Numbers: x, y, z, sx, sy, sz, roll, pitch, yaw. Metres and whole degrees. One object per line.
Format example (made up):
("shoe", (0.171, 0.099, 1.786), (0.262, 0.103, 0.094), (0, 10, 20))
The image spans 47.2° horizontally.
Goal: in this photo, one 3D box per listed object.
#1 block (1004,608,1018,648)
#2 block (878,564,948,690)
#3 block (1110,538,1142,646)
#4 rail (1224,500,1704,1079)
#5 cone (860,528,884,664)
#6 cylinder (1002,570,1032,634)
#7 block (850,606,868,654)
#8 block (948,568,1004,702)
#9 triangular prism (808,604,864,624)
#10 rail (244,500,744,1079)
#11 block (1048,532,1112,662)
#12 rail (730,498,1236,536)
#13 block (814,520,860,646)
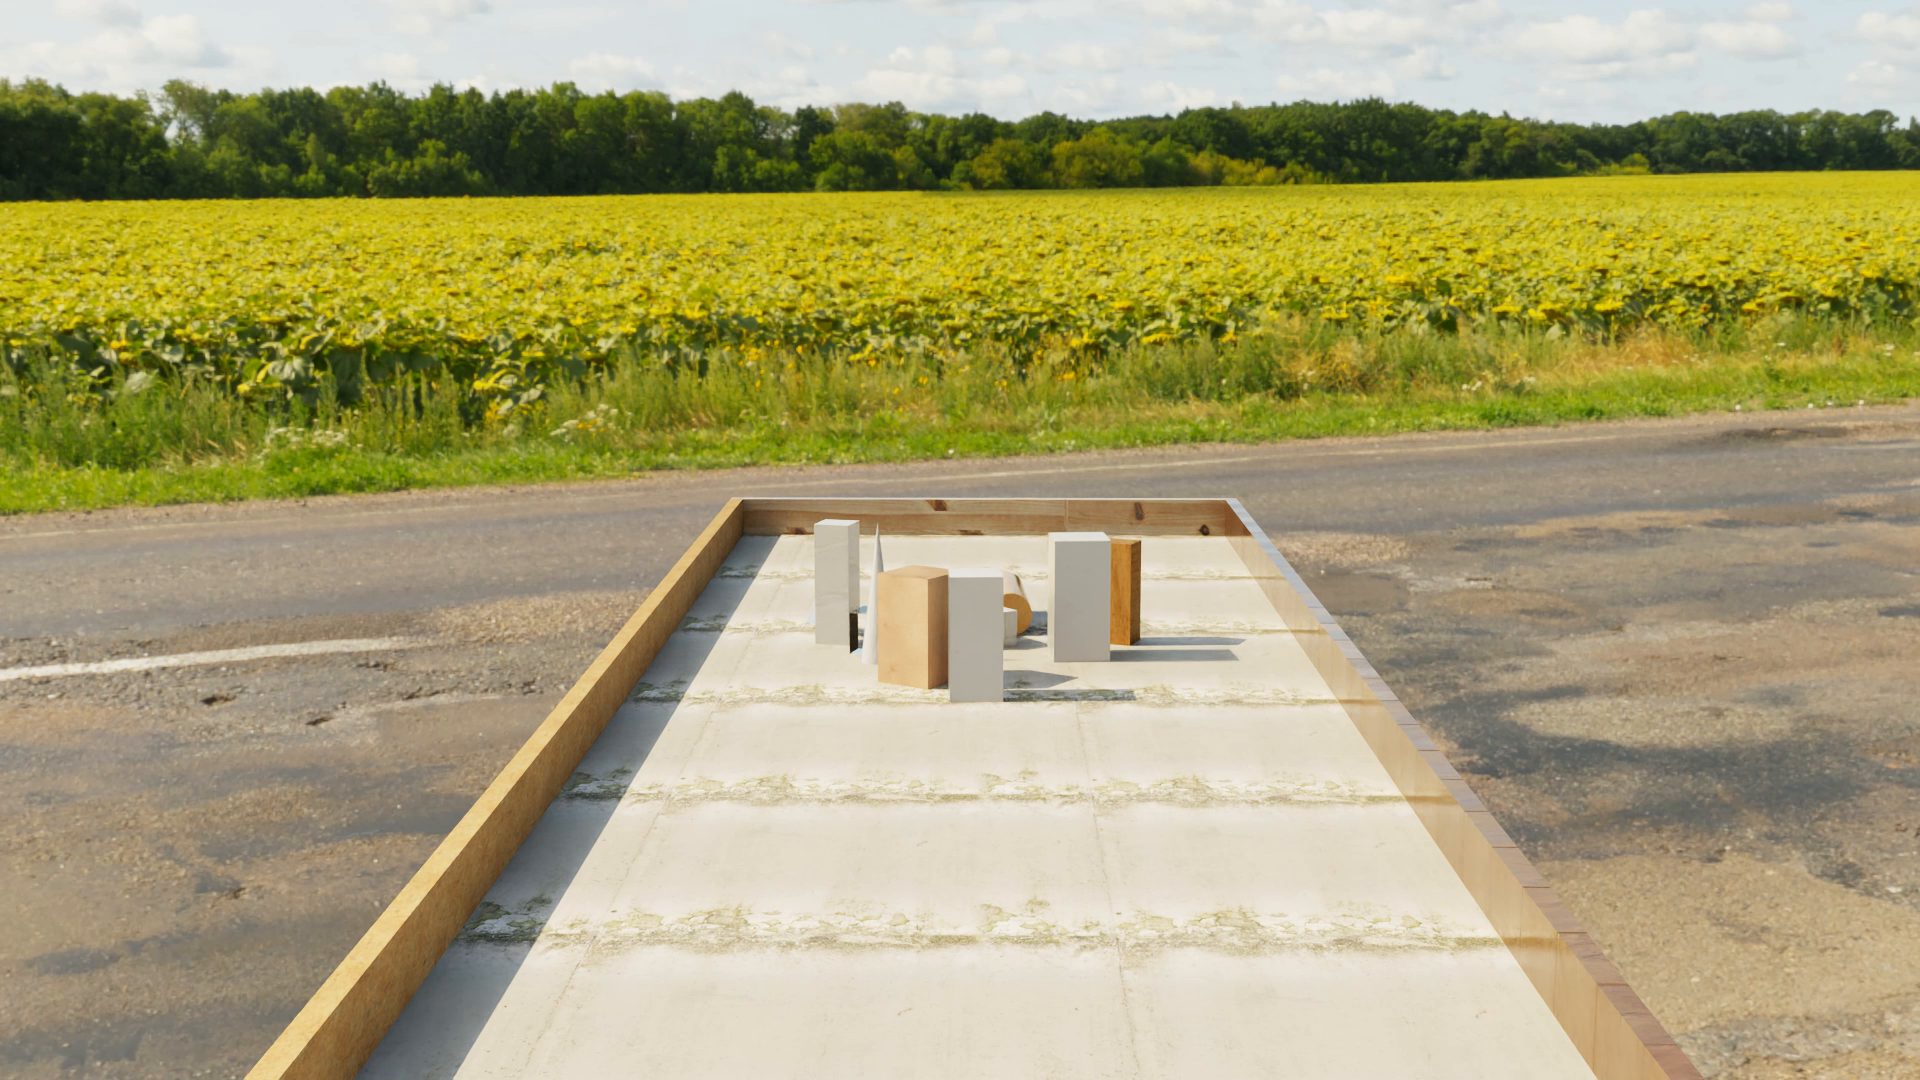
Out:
("block", (0.019, 0.256, 7.030), (0.114, 0.114, 0.405), (-6, 11, -33))
("block", (-0.114, 0.251, 6.401), (0.179, 0.321, 0.179), (6, 11, 34))
("block", (0.507, 0.163, 6.950), (0.102, 0.322, 0.102), (4, 10, 23))
("rail", (1.046, 0.843, 3.208), (0.050, 0.150, 12.000), (0, 9, 1))
("cone", (-0.248, 0.157, 6.653), (0.107, 0.428, 0.107), (0, 9, 0))
("cylinder", (0.155, 0.207, 7.260), (0.139, 0.139, 0.426), (0, 9, -2))
("block", (-0.174, 0.285, 6.801), (0.309, 0.127, 0.127), (3, 9, 16))
("block", (0.043, 0.267, 6.194), (0.149, 0.355, 0.149), (0, 9, -2))
("triangular prism", (-0.305, 0.252, 7.150), (0.440, 0.080, 0.093), (7, 12, 38))
("rail", (-1.004, 0.839, 3.234), (0.050, 0.150, 12.000), (0, 9, 1))
("block", (0.364, 0.173, 6.726), (0.171, 0.372, 0.171), (-1, 9, -4))
("rail", (0.099, -0.098, 9.147), (2.100, 0.150, 0.050), (0, 9, 1))
("block", (-0.388, 0.133, 6.951), (0.112, 0.381, 0.112), (2, 9, 15))
